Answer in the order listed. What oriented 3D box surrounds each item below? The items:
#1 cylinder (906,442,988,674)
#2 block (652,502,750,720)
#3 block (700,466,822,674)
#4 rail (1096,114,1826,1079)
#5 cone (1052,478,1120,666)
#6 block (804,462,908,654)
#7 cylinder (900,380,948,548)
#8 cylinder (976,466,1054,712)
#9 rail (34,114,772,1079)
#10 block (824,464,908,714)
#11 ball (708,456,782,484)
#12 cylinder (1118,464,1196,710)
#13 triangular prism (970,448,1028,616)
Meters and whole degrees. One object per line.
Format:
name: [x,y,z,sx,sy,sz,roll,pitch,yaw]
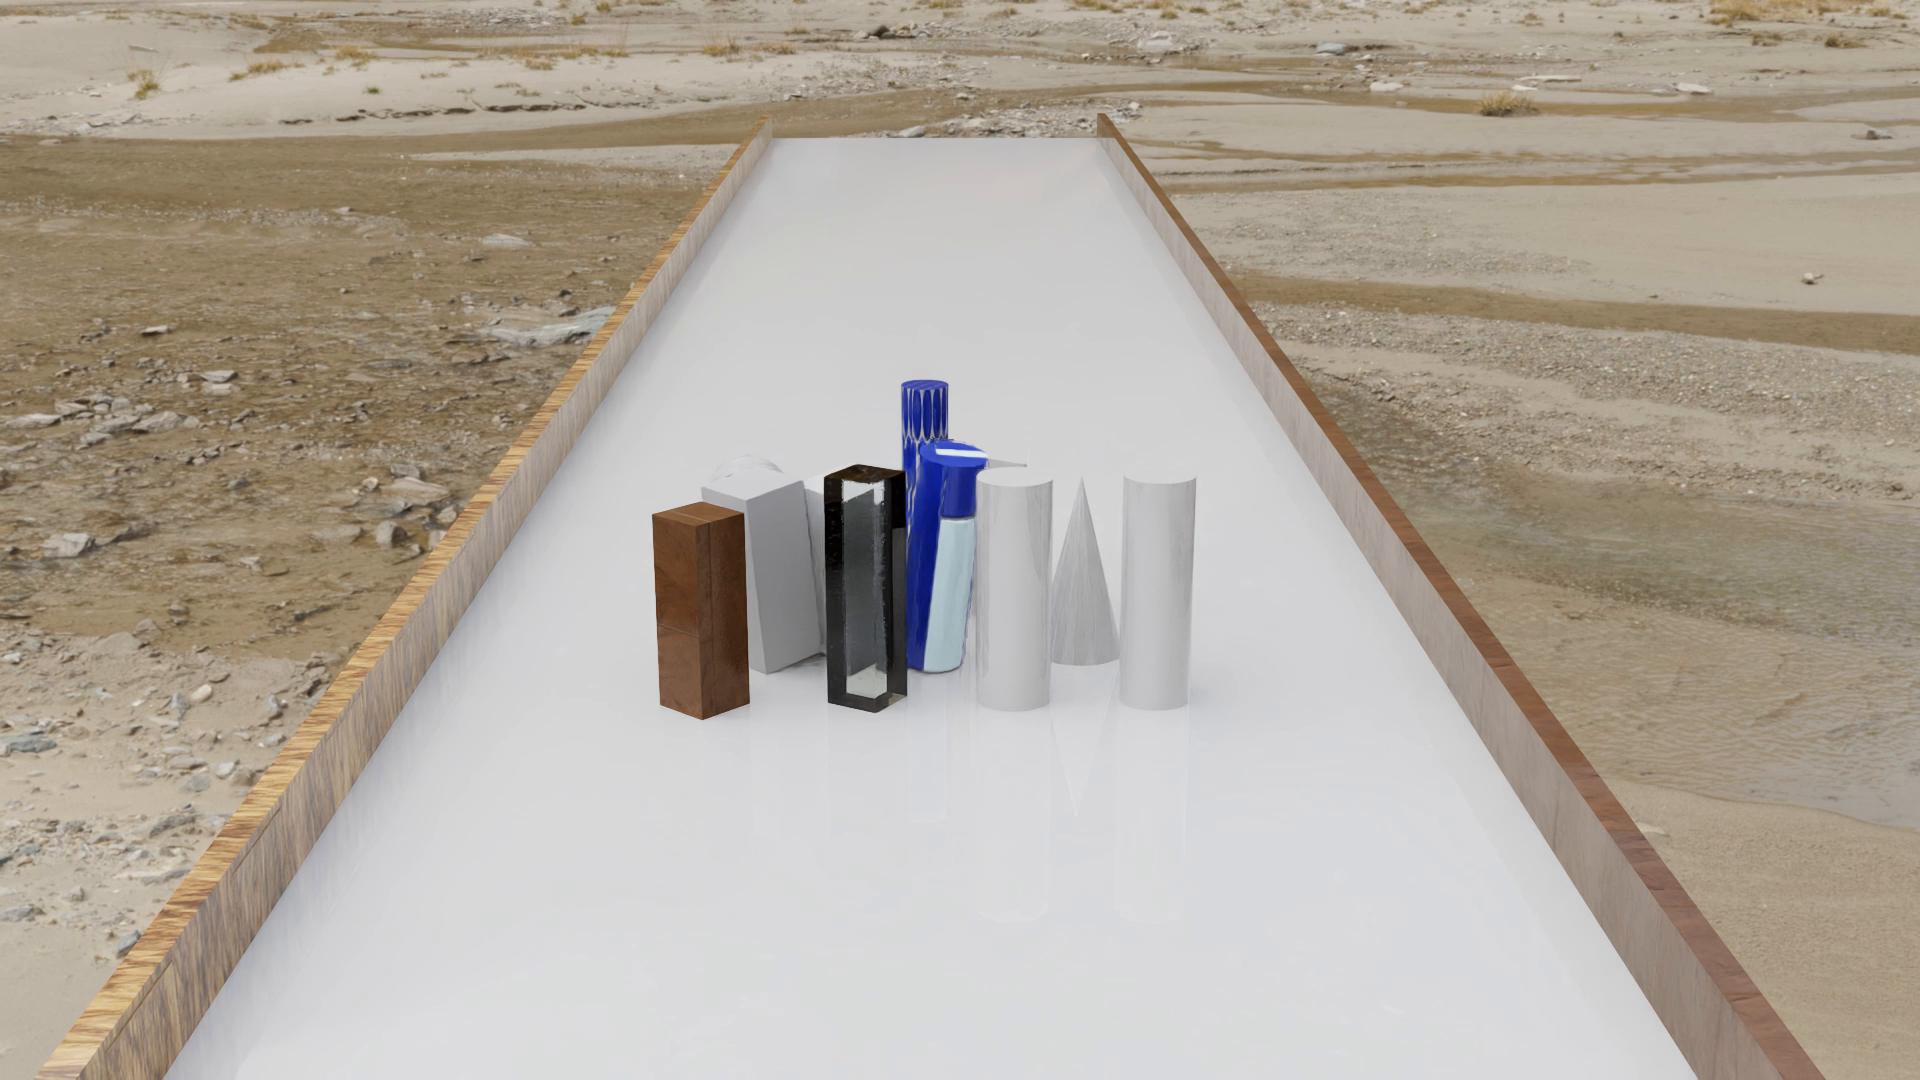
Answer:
cylinder: [-0.037,0.036,4.311,0.133,0.439,0.133,6,23,-3]
block: [-0.485,0.131,4.124,0.121,0.377,0.121,14,22,40]
block: [-0.393,0.059,4.360,0.142,0.367,0.142,-22,27,-39]
rail: [0.932,-0.844,7.801,0.050,0.150,12.000,0,17,-1]
cone: [0.241,0.048,4.416,0.179,0.370,0.179,0,17,0]
block: [-0.206,0.050,4.384,0.145,0.363,0.145,19,33,42]
cylinder: [-0.077,-0.122,4.845,0.104,0.451,0.104,0,17,0]
cylinder: [0.102,0.092,4.147,0.144,0.439,0.144,0,17,0]
rail: [-1.118,-0.838,7.780,0.050,0.150,12.000,0,17,-1]
block: [-0.177,0.091,4.139,0.110,0.445,0.110,10,19,30]
ball: [-0.433,-0.086,4.498,0.174,0.174,0.174,0,17,0]
cylinder: [0.371,0.090,4.147,0.136,0.443,0.136,0,17,0]
triangular prism: [0.110,-0.013,4.654,0.135,0.351,0.117,11,20,32]
